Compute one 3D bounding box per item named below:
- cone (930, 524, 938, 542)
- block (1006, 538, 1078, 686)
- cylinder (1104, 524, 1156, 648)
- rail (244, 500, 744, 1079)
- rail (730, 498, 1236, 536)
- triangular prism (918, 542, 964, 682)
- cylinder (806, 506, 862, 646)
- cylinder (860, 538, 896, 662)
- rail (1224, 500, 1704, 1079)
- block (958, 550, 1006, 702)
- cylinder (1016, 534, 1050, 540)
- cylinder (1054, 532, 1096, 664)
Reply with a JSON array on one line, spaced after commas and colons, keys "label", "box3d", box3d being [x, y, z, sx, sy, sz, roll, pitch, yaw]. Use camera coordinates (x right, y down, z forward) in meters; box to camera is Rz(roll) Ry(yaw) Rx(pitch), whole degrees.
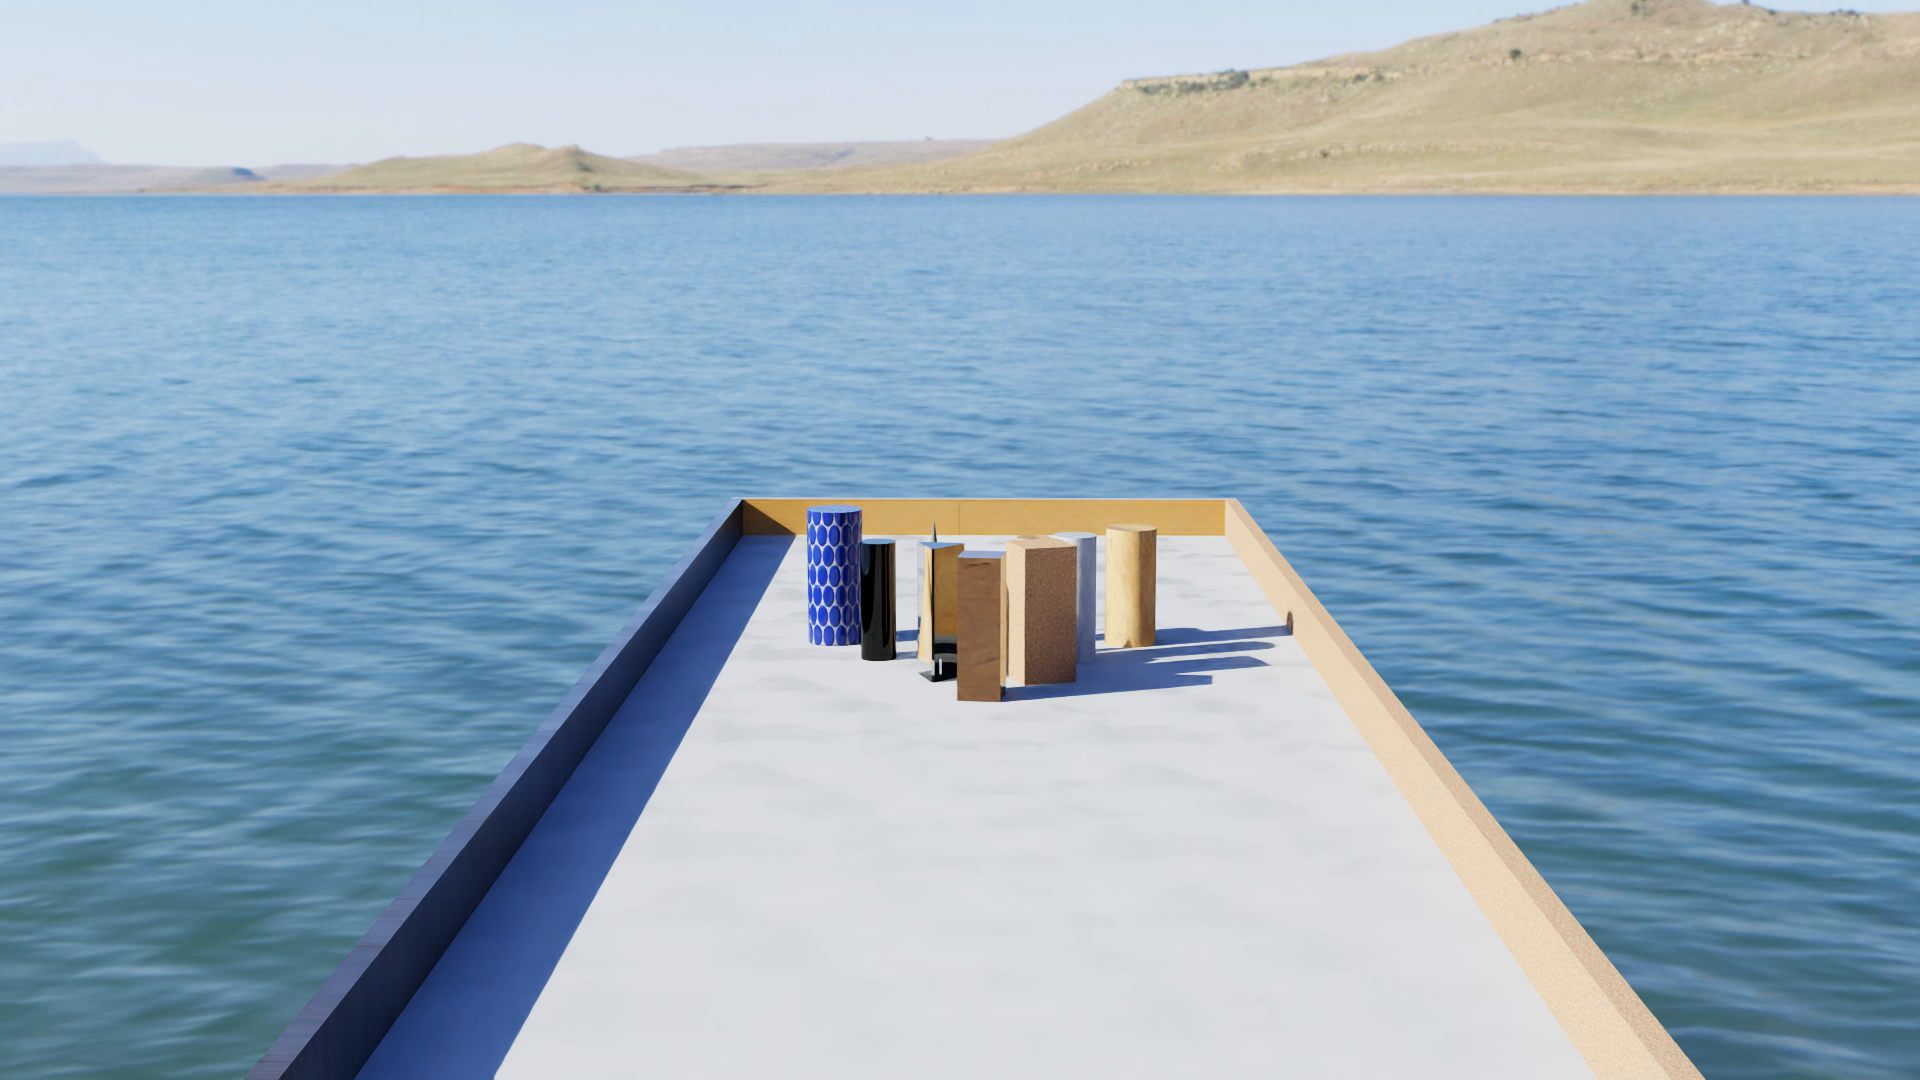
[{"label": "cone", "box3d": [-0.082, 0.127, 6.941, 0.110, 0.397, 0.110, 0, 9, 0]}, {"label": "block", "box3d": [0.236, 0.208, 6.419, 0.160, 0.401, 0.160, -3, 9, -18]}, {"label": "cylinder", "box3d": [0.538, 0.143, 6.932, 0.160, 0.369, 0.160, 0, 9, 0]}, {"label": "rail", "box3d": [-1.004, 0.839, 3.234, 0.050, 0.150, 12.000, 0, 9, 1]}, {"label": "rail", "box3d": [0.099, -0.098, 9.147, 2.100, 0.150, 0.050, 0, 9, 1]}, {"label": "triangular prism", "box3d": [-0.078, 0.206, 6.453, 0.120, 0.394, 0.138, 8, 12, 41]}, {"label": "cylinder", "box3d": [-0.395, 0.111, 6.956, 0.174, 0.423, 0.174, 0, 9, 0]}, {"label": "cylinder", "box3d": [-0.249, 0.182, 6.708, 0.109, 0.361, 0.109, 0, 9, 0]}, {"label": "rail", "box3d": [1.046, 0.843, 3.208, 0.050, 0.150, 12.000, 0, 9, 1]}, {"label": "block", "box3d": [0.062, 0.242, 6.182, 0.122, 0.408, 0.122, 1, 9, 9]}, {"label": "cylinder", "box3d": [0.230, 0.157, 6.940, 0.104, 0.337, 0.104, 0, 9, 0]}, {"label": "cylinder", "box3d": [0.347, 0.175, 6.677, 0.131, 0.385, 0.131, 0, 9, 0]}]
